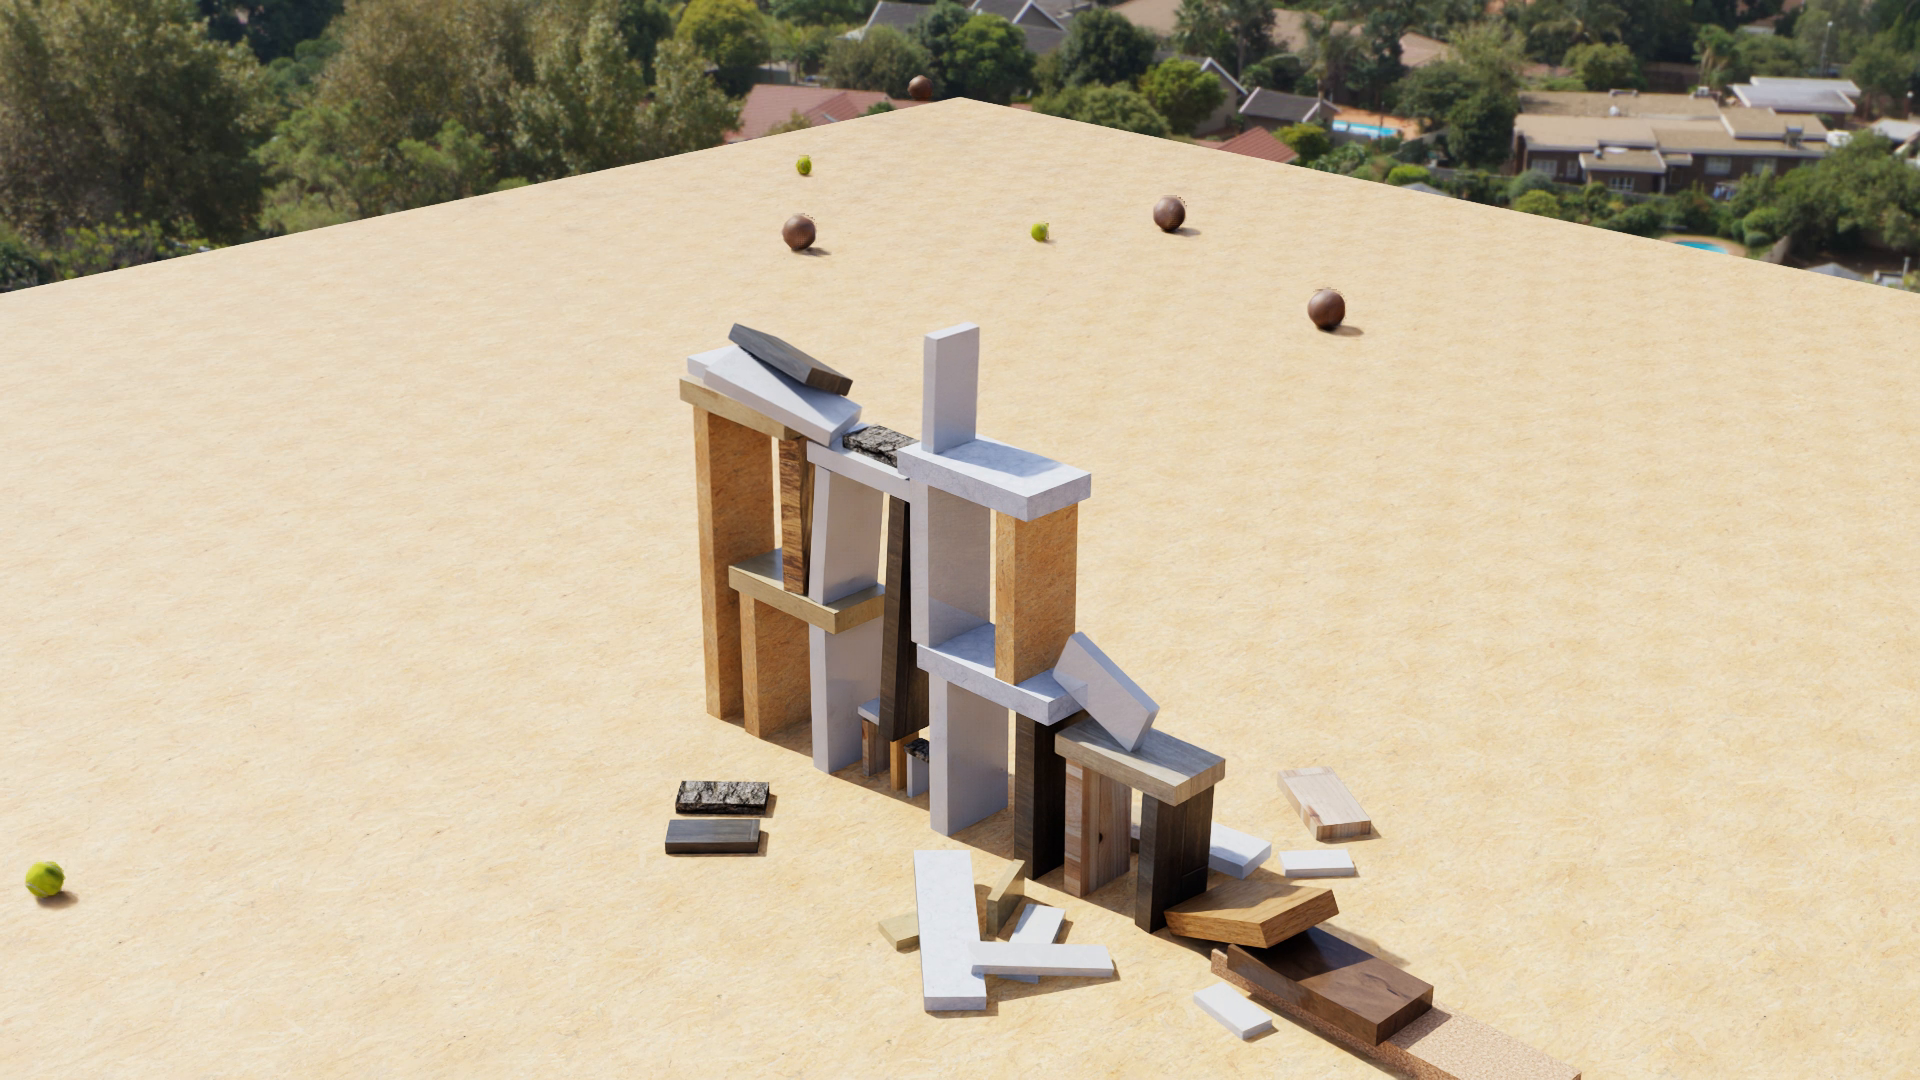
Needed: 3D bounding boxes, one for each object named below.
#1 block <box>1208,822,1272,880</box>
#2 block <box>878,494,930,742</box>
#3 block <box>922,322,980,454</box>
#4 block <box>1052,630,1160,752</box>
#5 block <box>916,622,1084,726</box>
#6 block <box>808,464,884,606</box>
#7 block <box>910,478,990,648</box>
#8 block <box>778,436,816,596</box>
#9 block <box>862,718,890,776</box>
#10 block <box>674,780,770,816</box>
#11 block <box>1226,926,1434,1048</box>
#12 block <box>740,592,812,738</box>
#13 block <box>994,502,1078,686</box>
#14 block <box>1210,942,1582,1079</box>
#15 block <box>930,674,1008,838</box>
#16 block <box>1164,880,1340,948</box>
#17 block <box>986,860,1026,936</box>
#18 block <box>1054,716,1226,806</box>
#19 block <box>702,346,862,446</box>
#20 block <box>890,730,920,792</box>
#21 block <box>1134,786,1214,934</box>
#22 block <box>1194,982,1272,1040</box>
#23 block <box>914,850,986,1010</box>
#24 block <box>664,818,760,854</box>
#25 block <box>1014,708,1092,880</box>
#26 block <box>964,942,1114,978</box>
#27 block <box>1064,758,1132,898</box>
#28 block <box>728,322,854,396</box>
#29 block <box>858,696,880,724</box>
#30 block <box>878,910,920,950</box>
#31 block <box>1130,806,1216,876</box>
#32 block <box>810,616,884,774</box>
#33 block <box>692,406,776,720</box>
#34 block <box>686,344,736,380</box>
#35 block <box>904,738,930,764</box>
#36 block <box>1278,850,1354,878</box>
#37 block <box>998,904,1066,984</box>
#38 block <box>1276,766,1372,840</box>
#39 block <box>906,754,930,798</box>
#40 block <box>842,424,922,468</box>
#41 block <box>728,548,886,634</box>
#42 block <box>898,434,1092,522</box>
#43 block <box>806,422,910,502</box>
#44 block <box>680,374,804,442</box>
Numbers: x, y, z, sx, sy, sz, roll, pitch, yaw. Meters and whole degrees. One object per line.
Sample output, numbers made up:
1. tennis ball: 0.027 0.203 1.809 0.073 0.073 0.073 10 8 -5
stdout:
1. block: 0.482 0.588 4.254 0.214 0.030 0.107 17 28 34
2. block: -0.081 0.139 4.374 0.151 0.538 0.043 -21 35 -40
3. block: -0.018 -0.285 4.129 0.032 0.229 0.114 24 33 39
4. block: 0.266 0.277 4.029 0.030 0.107 0.214 -21 55 -41
5. block: 0.101 0.249 4.221 0.347 0.049 0.174 21 31 41
6. block: -0.229 -0.029 4.460 0.151 0.302 0.043 -21 37 -40
7. block: -0.018 0.023 4.256 0.048 0.340 0.170 21 31 41
8. block: -0.301 -0.077 4.527 0.048 0.341 0.171 12 26 27
9. block: -0.174 0.425 4.595 0.064 0.129 0.018 -21 31 -40
10. block: -0.484 0.526 4.489 0.181 0.026 0.090 1 23 2
11. block: 0.638 0.756 3.805 0.160 0.045 0.320 -20 30 -39
12. block: -0.391 0.246 4.753 0.047 0.335 0.167 21 31 41
13. block: 0.143 0.085 4.108 0.048 0.340 0.170 21 31 41
14. block: 0.733 0.821 3.767 0.160 0.045 0.648 -21 31 -40
15. block: 0.019 0.400 4.374 0.049 0.347 0.174 21 31 41
16. block: 0.518 0.667 3.940 0.160 0.045 0.320 -19 4 -26
17. block: 0.086 0.665 4.098 0.021 0.075 0.149 9 24 19
18. block: 0.329 0.396 4.038 0.287 0.041 0.144 21 31 40
19. block: -0.353 -0.289 4.384 0.295 0.036 0.126 27 37 15
20. block: -0.114 0.448 4.539 0.064 0.129 0.018 -21 31 -40
21. block: 0.395 0.571 4.046 0.144 0.287 0.041 -17 30 -35
22. block: 0.472 0.816 3.814 0.067 0.019 0.133 -14 27 -30
23. block: -0.022 0.705 4.011 0.107 0.030 0.432 0 28 -4
24. block: -0.488 0.586 4.348 0.181 0.026 0.090 0 23 -1
25. block: 0.183 0.464 4.223 0.049 0.347 0.174 21 31 41
26. block: 0.141 0.747 3.918 0.260 0.019 0.067 4 27 -13
27. block: 0.263 0.521 4.165 0.144 0.287 0.041 -21 31 -41
28. block: -0.344 -0.365 4.443 0.251 0.036 0.126 31 11 38
29. block: -0.143 0.365 4.537 0.064 0.018 0.129 -21 36 -40
30. block: -0.067 0.711 4.057 0.149 0.021 0.075 -12 26 -26
31. block: 0.417 0.591 4.327 0.229 0.032 0.114 14 27 30
32. block: -0.233 0.307 4.608 0.167 0.335 0.047 -21 31 -40
33. block: -0.481 0.033 4.757 0.048 0.723 0.171 22 31 40
34. block: -0.441 -0.346 4.555 0.126 0.036 0.251 -19 30 -38
35. block: -0.063 0.432 4.471 0.099 0.014 0.050 21 31 41
36. block: 0.690 0.626 4.260 0.133 0.019 0.067 -1 23 -3
37. block: 0.132 0.733 4.005 0.075 0.021 0.218 6 24 14
38. block: 0.737 0.532 4.465 0.114 0.032 0.229 -5 23 -11
39. block: -0.086 0.475 4.515 0.014 0.099 0.050 21 31 41
40. block: -0.135 -0.180 4.289 0.090 0.026 0.181 -21 32 -40
41. block: -0.312 0.101 4.606 0.167 0.047 0.335 -21 31 -41
42. block: 0.062 -0.125 4.107 0.170 0.048 0.340 -21 31 -40
43. block: -0.143 -0.154 4.314 0.151 0.043 0.302 -21 32 -40
44. block: -0.405 -0.290 4.529 0.171 0.048 0.341 -21 30 -40
